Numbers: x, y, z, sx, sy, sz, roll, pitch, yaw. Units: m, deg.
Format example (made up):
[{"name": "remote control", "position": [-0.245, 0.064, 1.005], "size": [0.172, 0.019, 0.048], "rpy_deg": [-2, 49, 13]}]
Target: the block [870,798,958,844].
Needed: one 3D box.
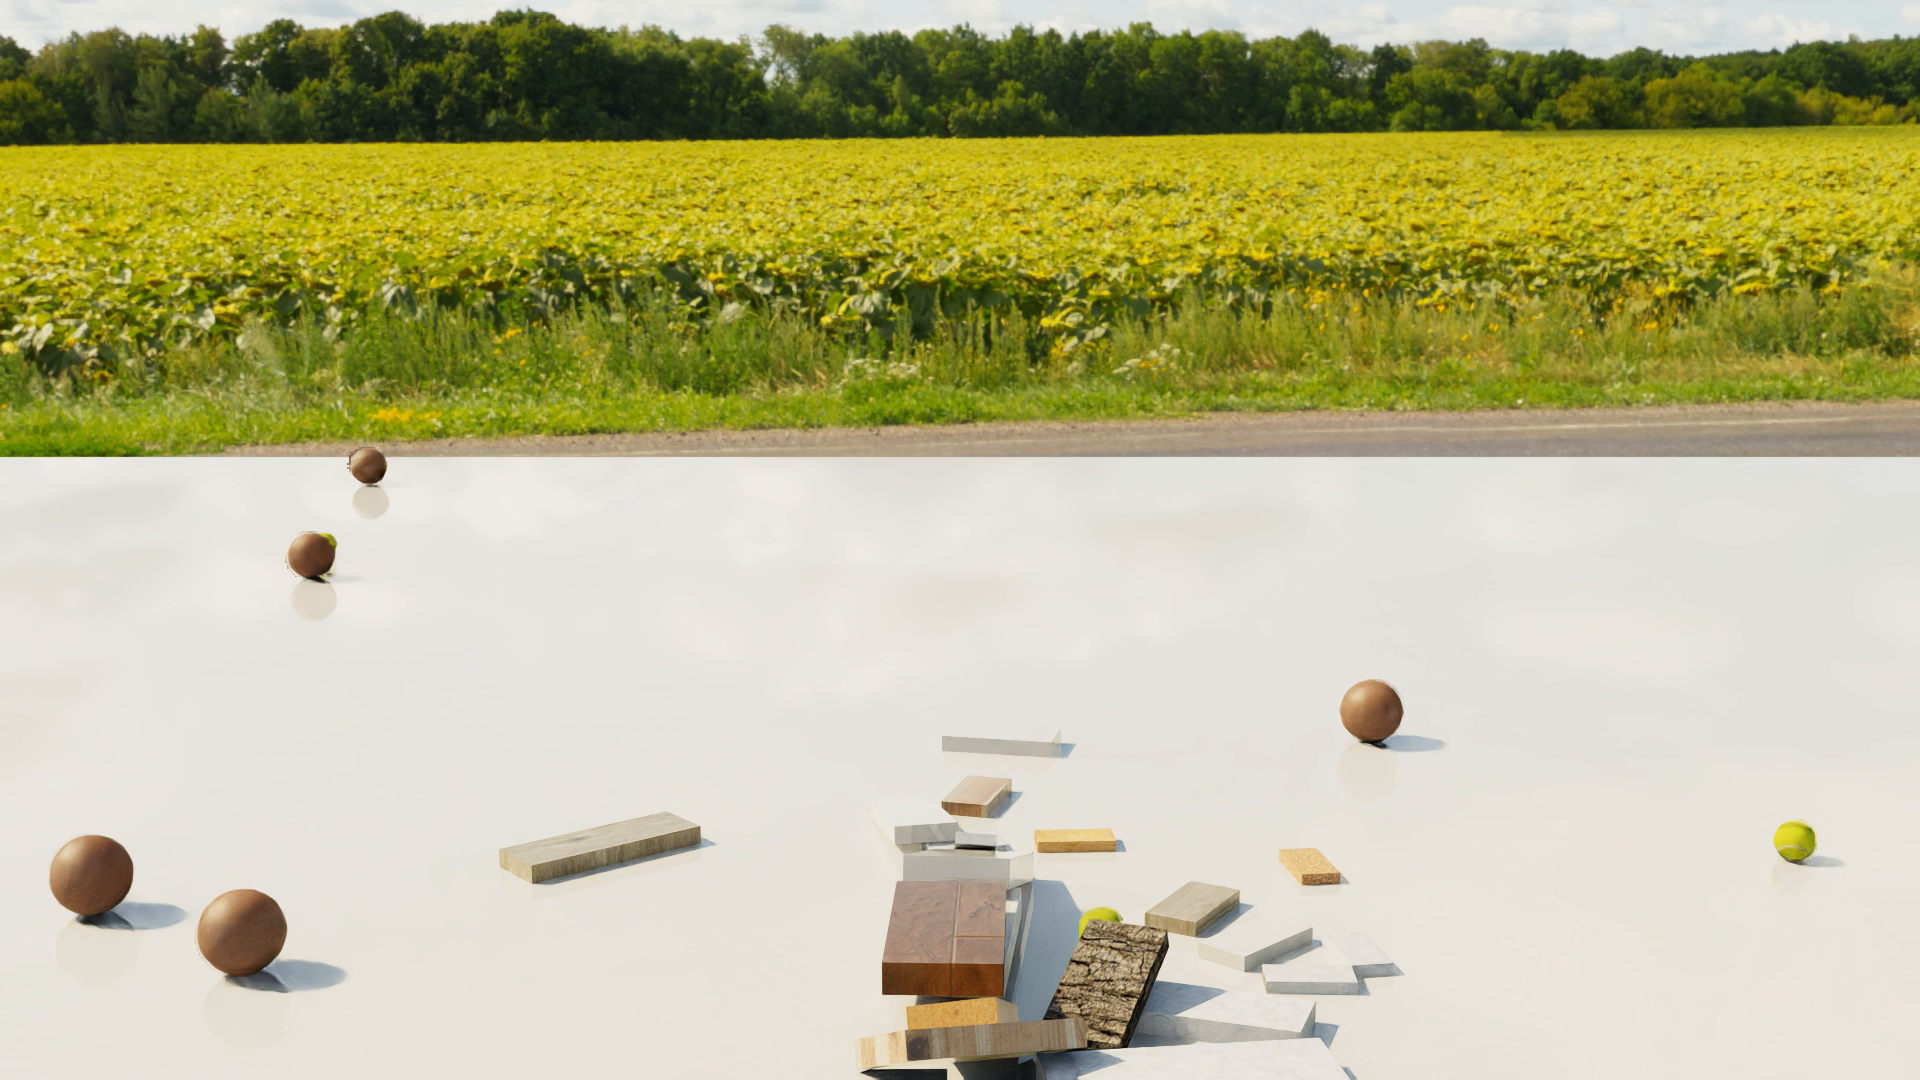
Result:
[{"name": "block", "position": [-0.084, 0.506, 3.968], "size": [0.114, 0.032, 0.228], "rpy_deg": [-2, 5, -13]}]

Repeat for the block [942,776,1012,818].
[{"name": "block", "position": [0.032, 0.485, 4.165], "size": [0.088, 0.025, 0.176], "rpy_deg": [3, 11, 16]}]

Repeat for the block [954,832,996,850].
[{"name": "block", "position": [0.025, 0.526, 3.772], "size": [0.069, 0.020, 0.139], "rpy_deg": [4, -19, 0]}]

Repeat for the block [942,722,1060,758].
[{"name": "block", "position": [0.086, 0.412, 4.541], "size": [0.228, 0.032, 0.114], "rpy_deg": [2, 11, 12]}]

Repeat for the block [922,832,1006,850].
[{"name": "block", "position": [0.007, 0.541, 3.880], "size": [0.139, 0.020, 0.069], "rpy_deg": [-2, 11, -12]}]

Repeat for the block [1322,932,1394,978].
[{"name": "block", "position": [0.610, 0.635, 3.374], "size": [0.067, 0.019, 0.134], "rpy_deg": [-2, 11, -9]}]

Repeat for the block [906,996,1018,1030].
[{"name": "block", "position": [0.007, 0.646, 2.966], "size": [0.118, 0.034, 0.237], "rpy_deg": [-8, -15, 7]}]

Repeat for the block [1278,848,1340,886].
[{"name": "block", "position": [0.600, 0.560, 3.778], "size": [0.067, 0.019, 0.134], "rpy_deg": [-2, 11, -8]}]

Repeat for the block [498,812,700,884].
[{"name": "block", "position": [-0.629, 0.538, 3.862], "size": [0.339, 0.032, 0.114], "rpy_deg": [-9, 14, -39]}]

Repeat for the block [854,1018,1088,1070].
[{"name": "block", "position": [0.015, 0.664, 2.899], "size": [0.274, 0.039, 0.137], "rpy_deg": [4, -18, -31]}]

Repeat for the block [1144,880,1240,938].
[{"name": "block", "position": [0.377, 0.597, 3.563], "size": [0.088, 0.025, 0.176], "rpy_deg": [6, 12, 30]}]

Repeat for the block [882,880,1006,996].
[{"name": "block", "position": [-0.018, 0.574, 3.189], "size": [0.167, 0.047, 0.335], "rpy_deg": [0, 11, 2]}]

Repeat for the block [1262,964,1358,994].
[{"name": "block", "position": [0.520, 0.654, 3.273], "size": [0.134, 0.019, 0.067], "rpy_deg": [0, 11, 2]}]

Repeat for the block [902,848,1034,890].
[{"name": "block", "position": [0.018, 0.534, 3.579], "size": [0.167, 0.047, 0.335], "rpy_deg": [1, -6, 8]}]

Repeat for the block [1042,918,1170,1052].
[{"name": "block", "position": [0.205, 0.633, 3.108], "size": [0.118, 0.034, 0.237], "rpy_deg": [4, 33, 22]}]

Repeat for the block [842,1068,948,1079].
[{"name": "block", "position": [-0.083, 0.739, 2.760], "size": [0.137, 0.039, 0.274], "rpy_deg": [0, 11, -1]}]

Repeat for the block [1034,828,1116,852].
[{"name": "block", "position": [0.204, 0.535, 3.913], "size": [0.139, 0.020, 0.069], "rpy_deg": [-1, 11, -3]}]

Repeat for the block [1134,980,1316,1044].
[{"name": "block", "position": [0.376, 0.675, 3.117], "size": [0.237, 0.034, 0.118], "rpy_deg": [4, 11, 19]}]

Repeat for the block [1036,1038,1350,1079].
[{"name": "block", "position": [0.305, 0.713, 2.901], "size": [0.391, 0.039, 0.137], "rpy_deg": [-1, 11, -8]}]

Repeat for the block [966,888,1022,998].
[{"name": "block", "position": [-0.003, 0.600, 3.309], "size": [0.167, 0.047, 0.335], "rpy_deg": [1, 11, 6]}]

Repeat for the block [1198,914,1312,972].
[{"name": "block", "position": [0.460, 0.624, 3.416], "size": [0.088, 0.025, 0.176], "rpy_deg": [10, 15, 43]}]
